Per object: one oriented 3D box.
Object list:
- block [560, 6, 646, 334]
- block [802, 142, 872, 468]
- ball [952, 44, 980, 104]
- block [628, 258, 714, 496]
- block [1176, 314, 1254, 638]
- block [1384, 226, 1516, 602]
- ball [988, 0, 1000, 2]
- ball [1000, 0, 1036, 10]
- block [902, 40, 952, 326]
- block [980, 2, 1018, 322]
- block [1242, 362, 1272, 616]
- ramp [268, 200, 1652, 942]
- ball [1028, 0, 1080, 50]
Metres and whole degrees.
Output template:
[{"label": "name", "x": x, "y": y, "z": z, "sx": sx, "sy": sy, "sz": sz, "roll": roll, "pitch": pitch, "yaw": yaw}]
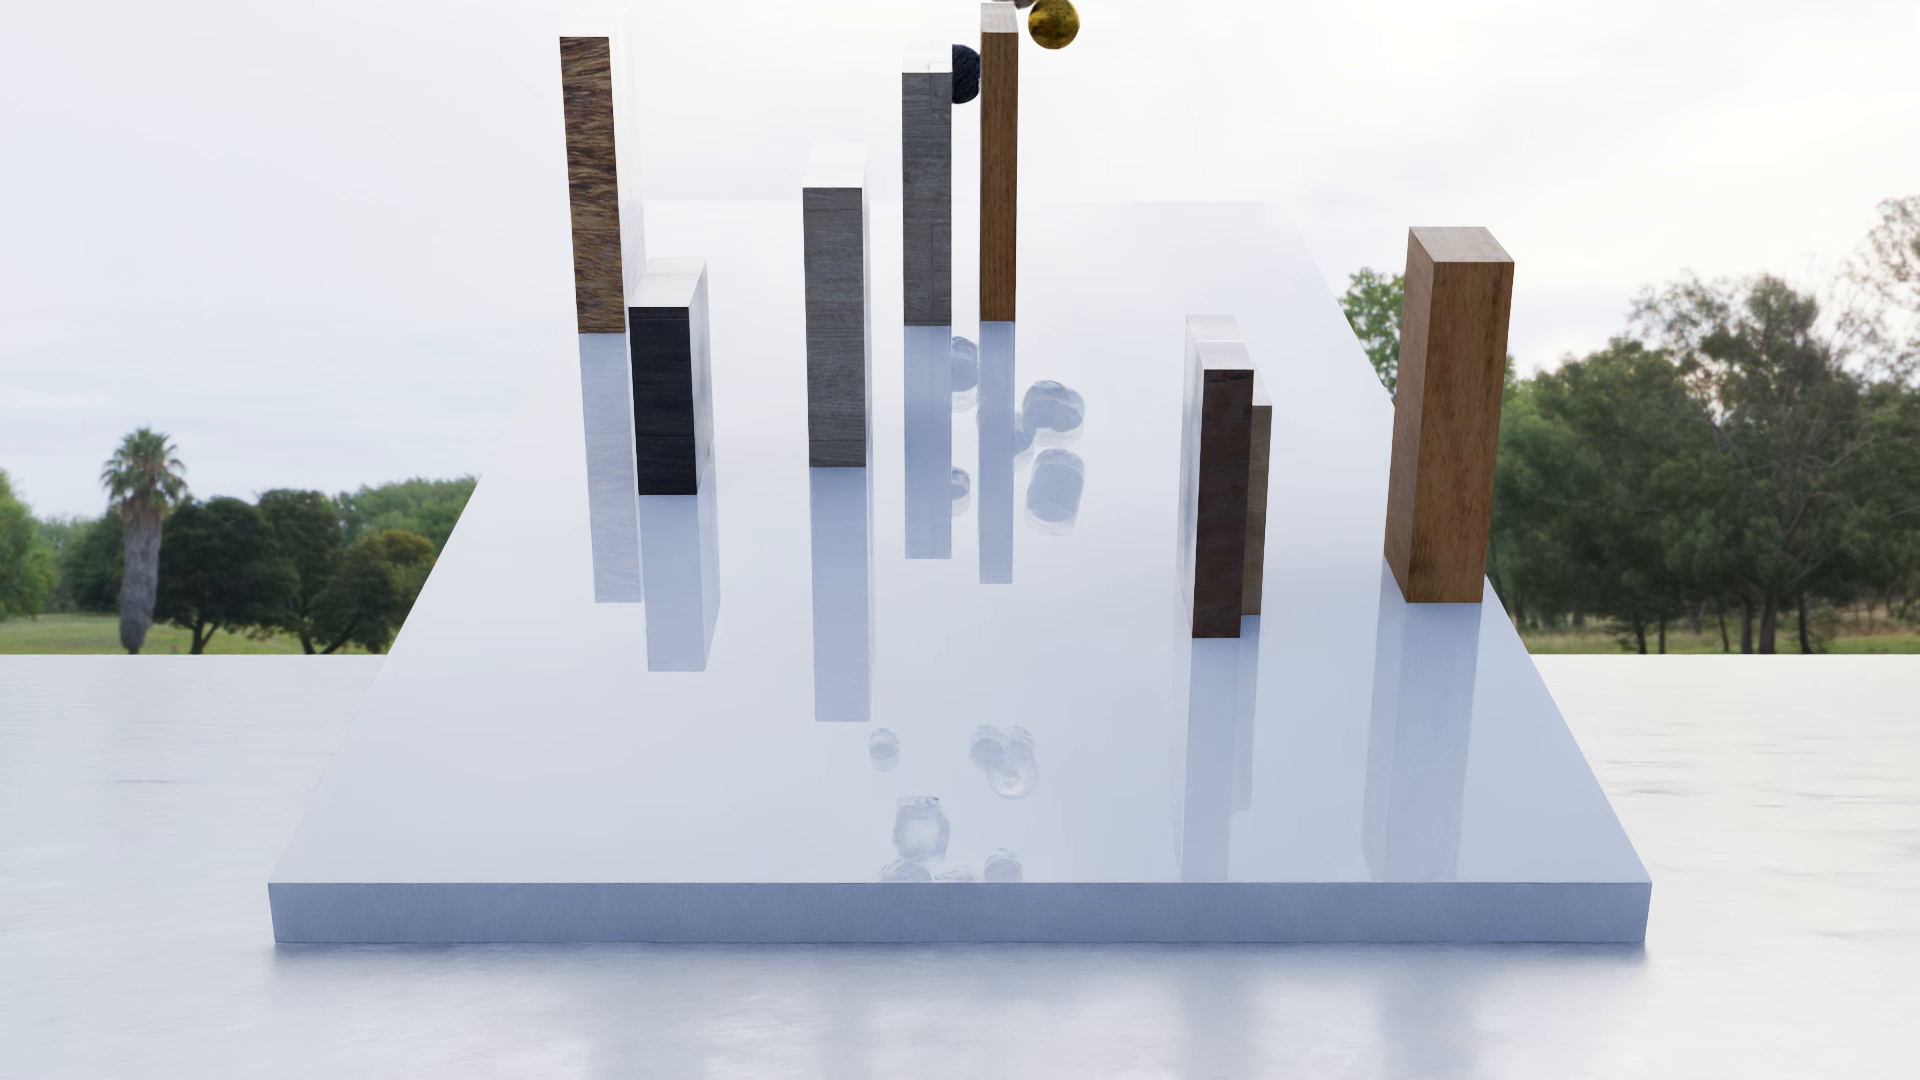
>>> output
[{"label": "block", "x": -0.897, "y": -0.943, "z": 5.833, "sx": 0.120, "sy": 0.738, "sz": 0.442, "roll": 0, "pitch": 22, "yaw": 0}, {"label": "block", "x": -0.260, "y": -0.513, "z": 4.969, "sx": 0.122, "sy": 0.606, "sz": 0.412, "roll": 0, "pitch": 22, "yaw": 0}, {"label": "ball", "x": -0.010, "y": -1.338, "z": 6.614, "sx": 0.172, "sy": 0.172, "sz": 0.172, "roll": 0, "pitch": -3, "yaw": 0}, {"label": "block", "x": -0.602, "y": -0.349, "z": 4.835, "sx": 0.121, "sy": 0.403, "sz": 0.366, "roll": 0, "pitch": 22, "yaw": 0}, {"label": "block", "x": 0.456, "y": -0.118, "z": 4.152, "sx": 0.086, "sy": 0.503, "sz": 0.317, "roll": 0, "pitch": 22, "yaw": 0}, {"label": "block", "x": 0.893, "y": -0.229, "z": 4.232, "sx": 0.141, "sy": 0.648, "sz": 0.240, "roll": 0, "pitch": 22, "yaw": 0}, {"label": "ball", "x": 0.112, "y": -1.646, "z": 6.798, "sx": 0.120, "sy": 0.120, "sz": 0.120, "roll": 0, "pitch": -3, "yaw": 0}, {"label": "ball", "x": 0.166, "y": -1.586, "z": 6.588, "sx": 0.138, "sy": 0.138, "sz": 0.138, "roll": 0, "pitch": -3, "yaw": 0}, {"label": "block", "x": -0.082, "y": -0.922, "z": 5.913, "sx": 0.122, "sy": 0.641, "sz": 0.435, "roll": 0, "pitch": 22, "yaw": 0}, {"label": "block", "x": 0.098, "y": -0.979, "z": 5.934, "sx": 0.088, "sy": 0.730, "sz": 0.436, "roll": 0, "pitch": 22, "yaw": 0}, {"label": "block", "x": 0.505, "y": -0.096, "z": 4.227, "sx": 0.084, "sy": 0.404, "sz": 0.243, "roll": 0, "pitch": 22, "yaw": 0}, {"label": "ramp", "x": -0.007, "y": -0.223, "z": 5.192, "sx": 2.000, "sy": 0.100, "sz": 4.000, "roll": 0, "pitch": 22, "yaw": 0}, {"label": "ball", "x": 0.268, "y": -1.481, "z": 6.598, "sx": 0.152, "sy": 0.152, "sz": 0.152, "roll": 0, "pitch": -3, "yaw": 0}]
